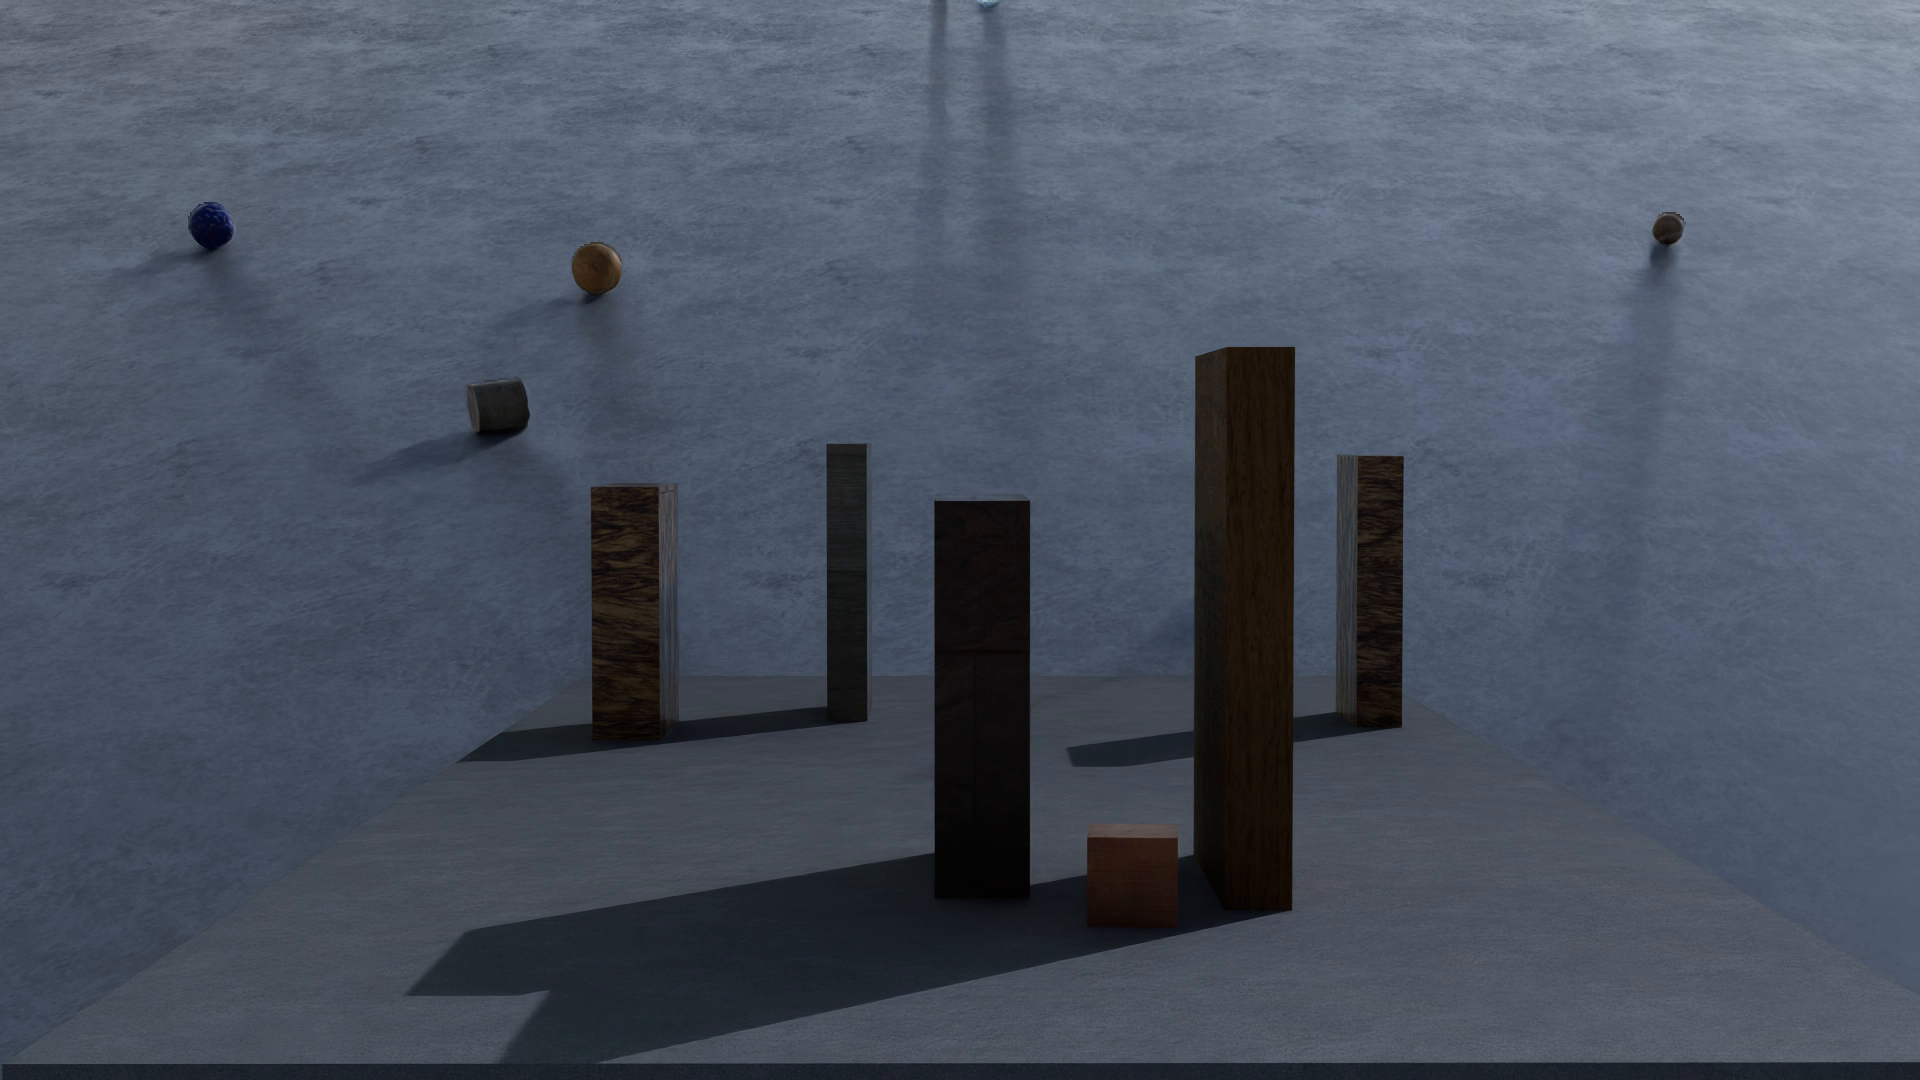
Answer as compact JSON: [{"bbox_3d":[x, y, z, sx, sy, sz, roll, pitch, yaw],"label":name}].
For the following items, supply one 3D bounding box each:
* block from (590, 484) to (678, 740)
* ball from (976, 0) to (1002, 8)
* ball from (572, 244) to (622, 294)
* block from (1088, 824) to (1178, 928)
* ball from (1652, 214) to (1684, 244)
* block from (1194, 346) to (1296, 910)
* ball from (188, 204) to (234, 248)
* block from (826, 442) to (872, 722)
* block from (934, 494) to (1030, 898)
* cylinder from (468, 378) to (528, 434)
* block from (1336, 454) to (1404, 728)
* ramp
[{"bbox_3d":[-0.672,0.141,5.344,0.136,0.510,0.353,0,2,0],"label":"block"},{"bbox_3d":[0.167,-3.158,14.773,0.193,0.193,0.193,0,23,0],"label":"ball"},{"bbox_3d":[-1.377,-1.027,9.763,0.189,0.189,0.189,0,23,0],"label":"ball"},{"bbox_3d":[0.221,0.427,3.284,0.113,0.113,0.113,0,2,5],"label":"block"},{"bbox_3d":[2.855,-1.252,10.375,0.123,0.123,0.123,0,23,0],"label":"ball"},{"bbox_3d":[0.387,0.107,3.547,0.088,0.730,0.436,0,2,0],"label":"block"},{"bbox_3d":[-3.002,-1.259,10.325,0.175,0.175,0.175,0,23,0],"label":"ball"},{"bbox_3d":[-0.242,0.085,5.665,0.086,0.595,0.325,0,2,0],"label":"block"},{"bbox_3d":[0.029,0.205,3.606,0.127,0.530,0.373,0,2,0],"label":"block"},{"bbox_3d":[-1.509,-0.438,8.408,0.162,0.162,0.162,-10,25,-22],"label":"cylinder"},{"bbox_3d":[0.879,0.103,5.536,0.096,0.569,0.292,0,2,0],"label":"block"},{"bbox_3d":[0.053,0.480,4.538,2.000,0.100,4.000,0,2,0],"label":"ramp"}]
